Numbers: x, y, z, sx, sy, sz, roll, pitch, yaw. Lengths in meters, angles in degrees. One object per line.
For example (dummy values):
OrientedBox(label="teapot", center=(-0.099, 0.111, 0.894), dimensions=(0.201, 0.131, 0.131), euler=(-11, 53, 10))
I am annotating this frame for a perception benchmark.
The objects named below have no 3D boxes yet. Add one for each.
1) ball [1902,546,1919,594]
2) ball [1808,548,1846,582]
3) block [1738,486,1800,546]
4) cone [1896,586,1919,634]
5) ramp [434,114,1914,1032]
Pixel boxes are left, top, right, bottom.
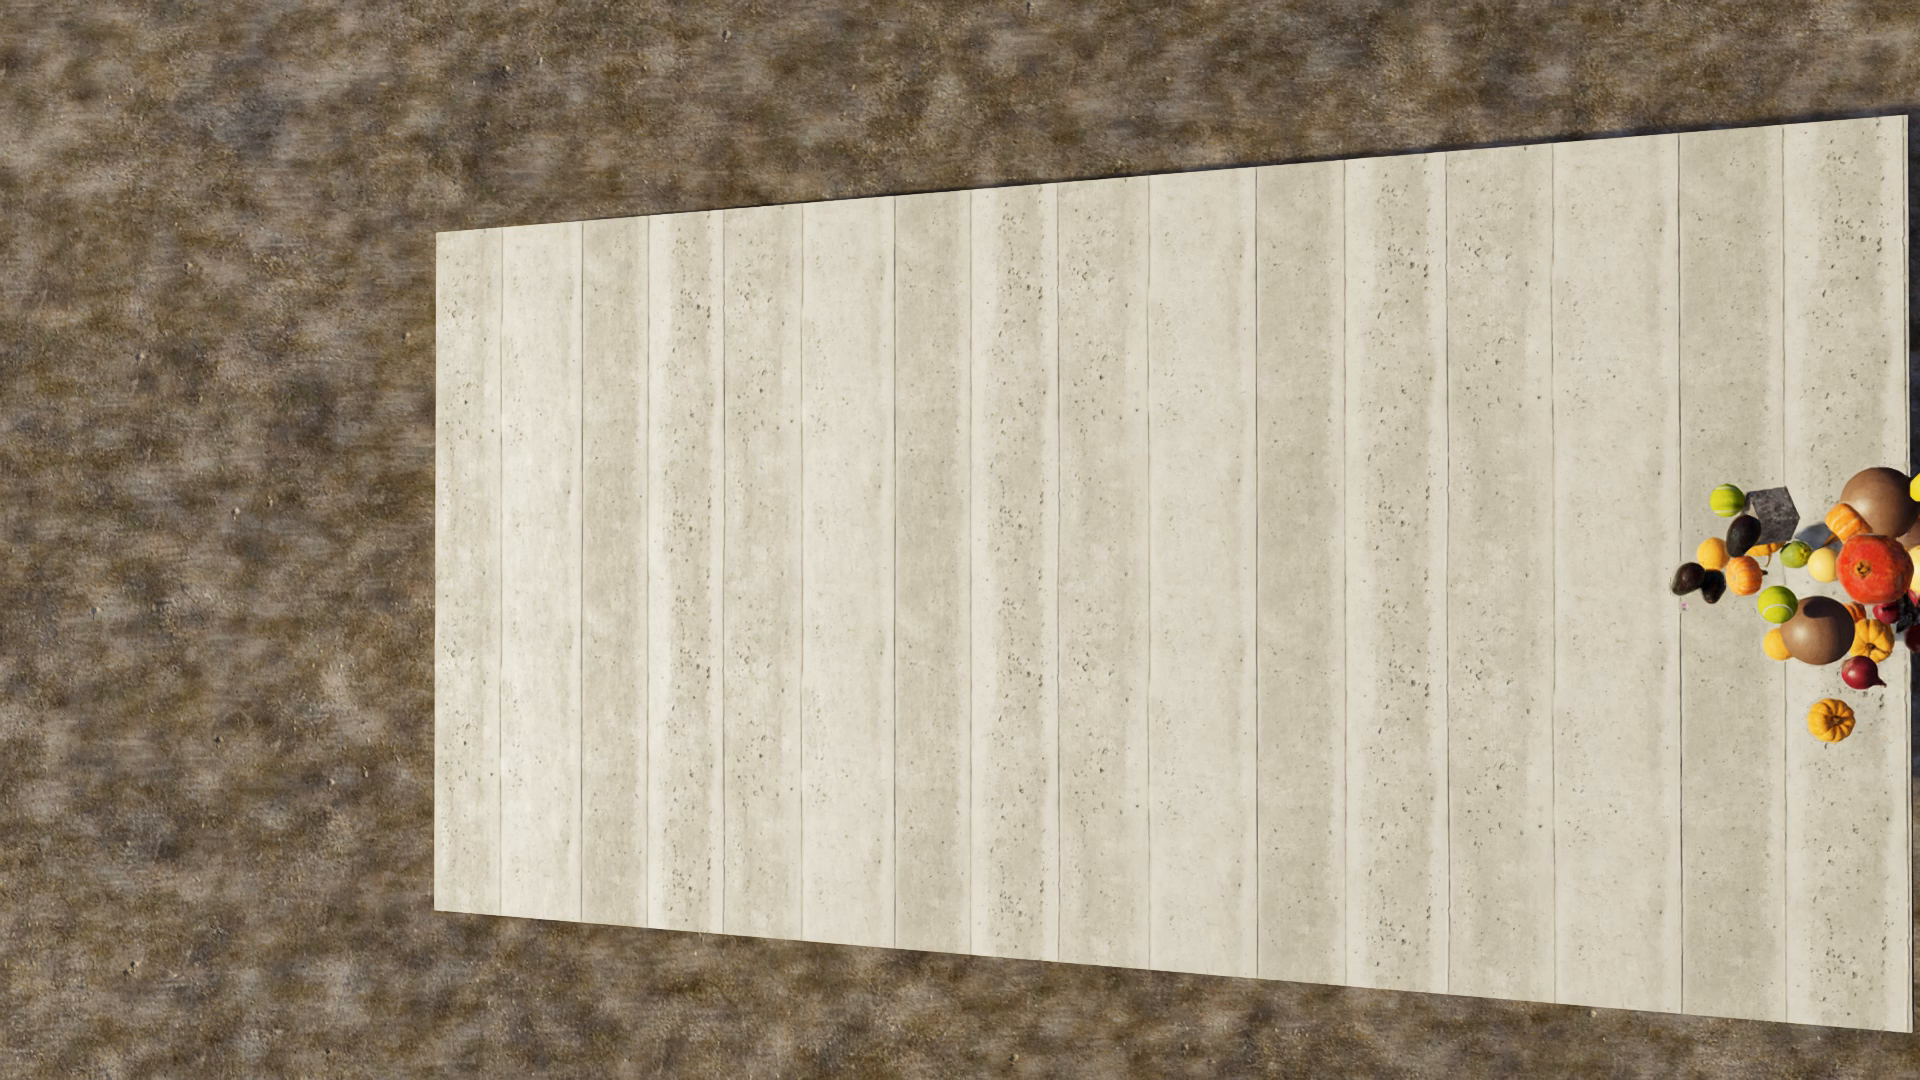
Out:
OrientedBox(label="ball", center=(1.597, 0.048, 3.621), dimensions=(0.086, 0.086, 0.086), euler=(0, 89, 0))
OrientedBox(label="ball", center=(1.713, 0.050, 4.347), dimensions=(0.070, 0.070, 0.070), euler=(0, 89, 0))
OrientedBox(label="block", center=(1.680, -0.049, 4.565), dimensions=(0.082, 0.082, 0.082), euler=(-8, 55, -1))
OrientedBox(label="cone", center=(1.794, 0.145, 4.159), dimensions=(0.083, 0.083, 0.083), euler=(33, 94, 0))
OrientedBox(label="ramp", center=(0.282, 0.082, 5.688), dimensions=(4.000, 0.100, 2.000), euler=(0, 89, 25))
